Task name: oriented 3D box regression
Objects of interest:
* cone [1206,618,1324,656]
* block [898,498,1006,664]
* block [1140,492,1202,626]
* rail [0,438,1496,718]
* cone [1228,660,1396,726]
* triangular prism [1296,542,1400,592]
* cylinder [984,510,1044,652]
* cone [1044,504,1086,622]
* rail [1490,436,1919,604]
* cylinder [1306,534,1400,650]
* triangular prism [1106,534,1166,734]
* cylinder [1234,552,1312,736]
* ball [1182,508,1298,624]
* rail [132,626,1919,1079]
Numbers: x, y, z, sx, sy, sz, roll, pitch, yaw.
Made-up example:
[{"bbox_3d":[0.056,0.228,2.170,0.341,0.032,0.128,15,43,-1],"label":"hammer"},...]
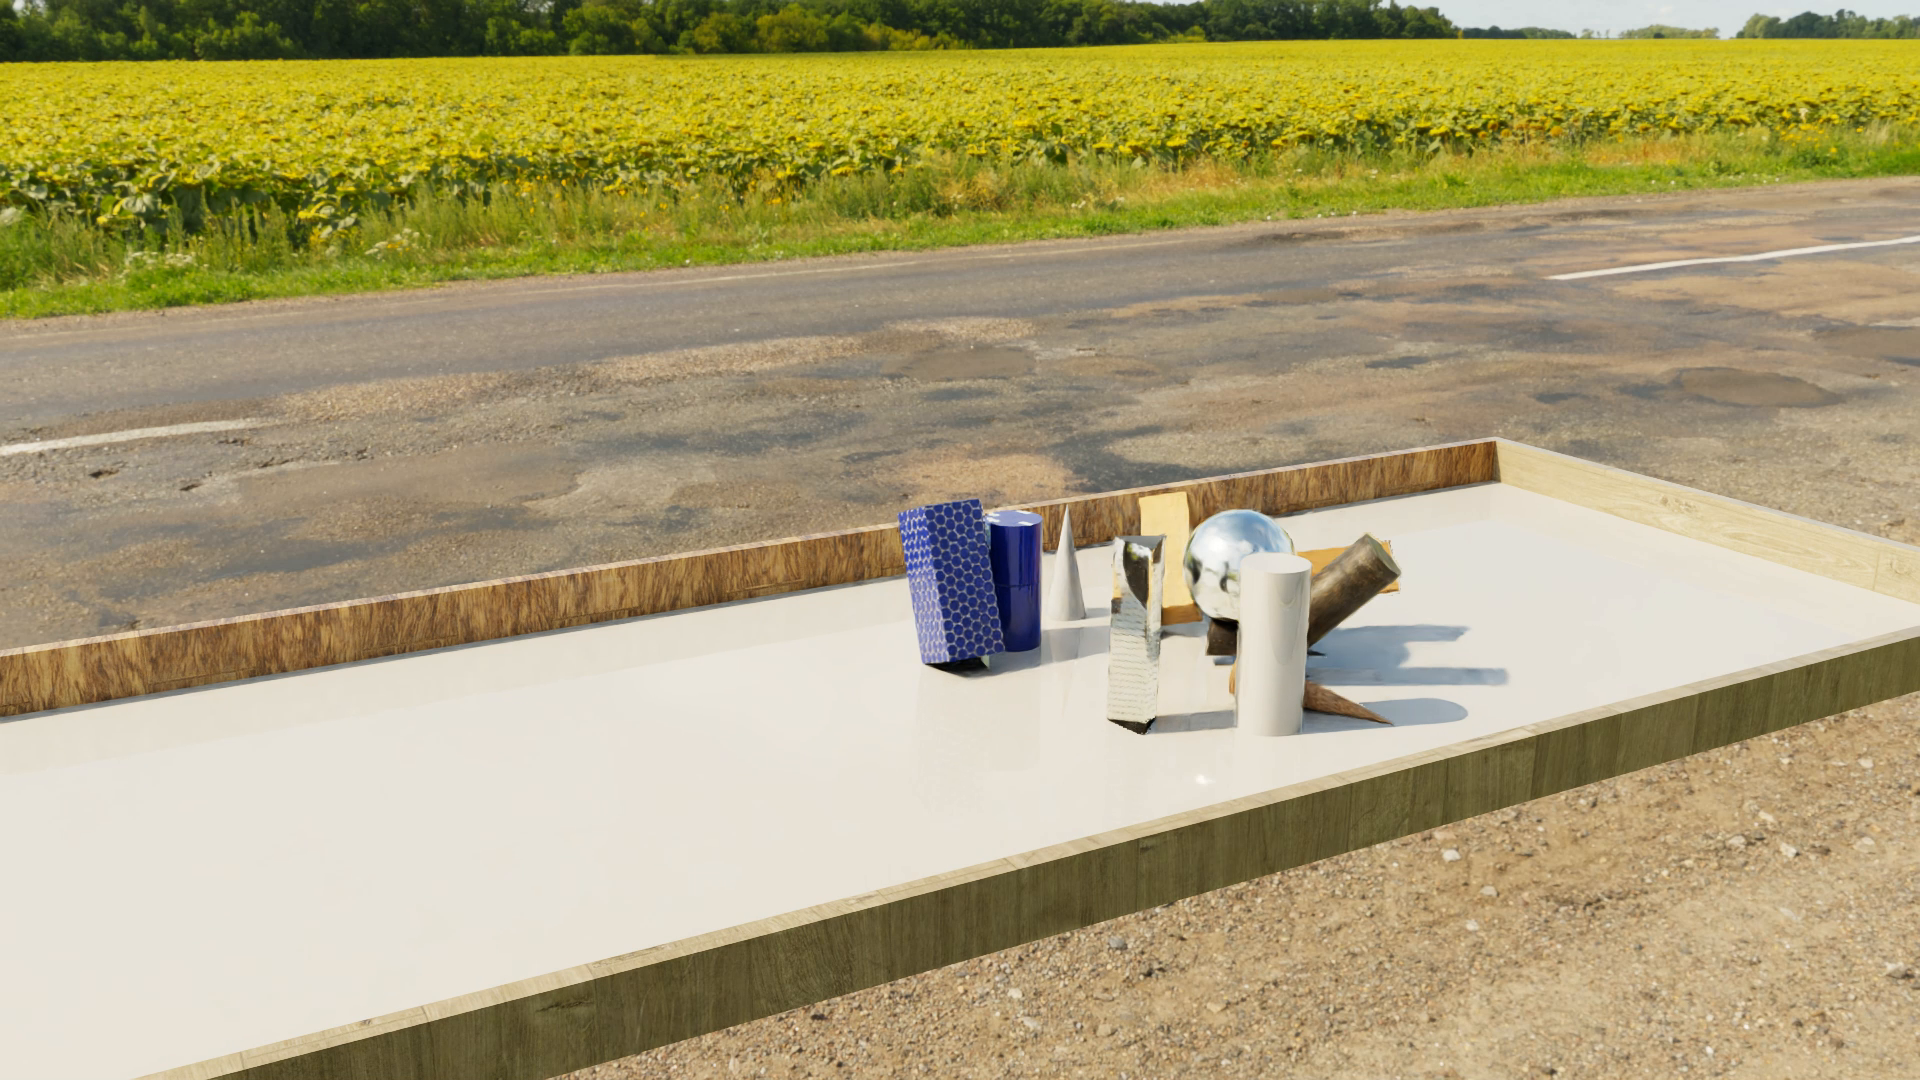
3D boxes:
[{"bbox_3d":[0.793,0.272,4.249,0.306,0.102,0.102,10,17,5],"label":"cone"},{"bbox_3d":[-0.023,0.107,4.236,0.161,0.394,0.161,-9,-1,-27],"label":"block"},{"bbox_3d":[0.580,0.052,4.535,0.132,0.333,0.132,-8,-26,16],"label":"block"},{"bbox_3d":[-3.305,0.497,3.399,12.000,0.150,0.050,-9,18,-27],"label":"rail"},{"bbox_3d":[0.857,0.379,3.961,0.409,0.116,0.116,18,23,27],"label":"cone"},{"bbox_3d":[0.923,0.090,4.406,0.458,0.123,0.142,-6,6,-4],"label":"triangular prism"},{"bbox_3d":[0.140,0.108,4.376,0.157,0.344,0.157,0,16,0],"label":"cylinder"},{"bbox_3d":[0.296,0.054,4.594,0.116,0.325,0.116,0,16,0],"label":"cone"},{"bbox_3d":[2.466,-0.048,5.253,0.050,0.150,2.100,-9,18,-27],"label":"rail"},{"bbox_3d":[0.891,0.161,4.081,0.131,0.397,0.131,40,22,-20],"label":"cylinder"},{"bbox_3d":[0.429,0.213,3.828,0.104,0.451,0.120,-13,22,-37],"label":"triangular prism"},{"bbox_3d":[0.724,0.242,3.829,0.160,0.396,0.160,0,16,0],"label":"cylinder"},{"bbox_3d":[0.714,0.068,4.213,0.295,0.295,0.295,0,16,0],"label":"ball"},{"bbox_3d":[-2.336,1.006,1.665,12.000,0.150,0.050,-9,18,-27],"label":"rail"}]
